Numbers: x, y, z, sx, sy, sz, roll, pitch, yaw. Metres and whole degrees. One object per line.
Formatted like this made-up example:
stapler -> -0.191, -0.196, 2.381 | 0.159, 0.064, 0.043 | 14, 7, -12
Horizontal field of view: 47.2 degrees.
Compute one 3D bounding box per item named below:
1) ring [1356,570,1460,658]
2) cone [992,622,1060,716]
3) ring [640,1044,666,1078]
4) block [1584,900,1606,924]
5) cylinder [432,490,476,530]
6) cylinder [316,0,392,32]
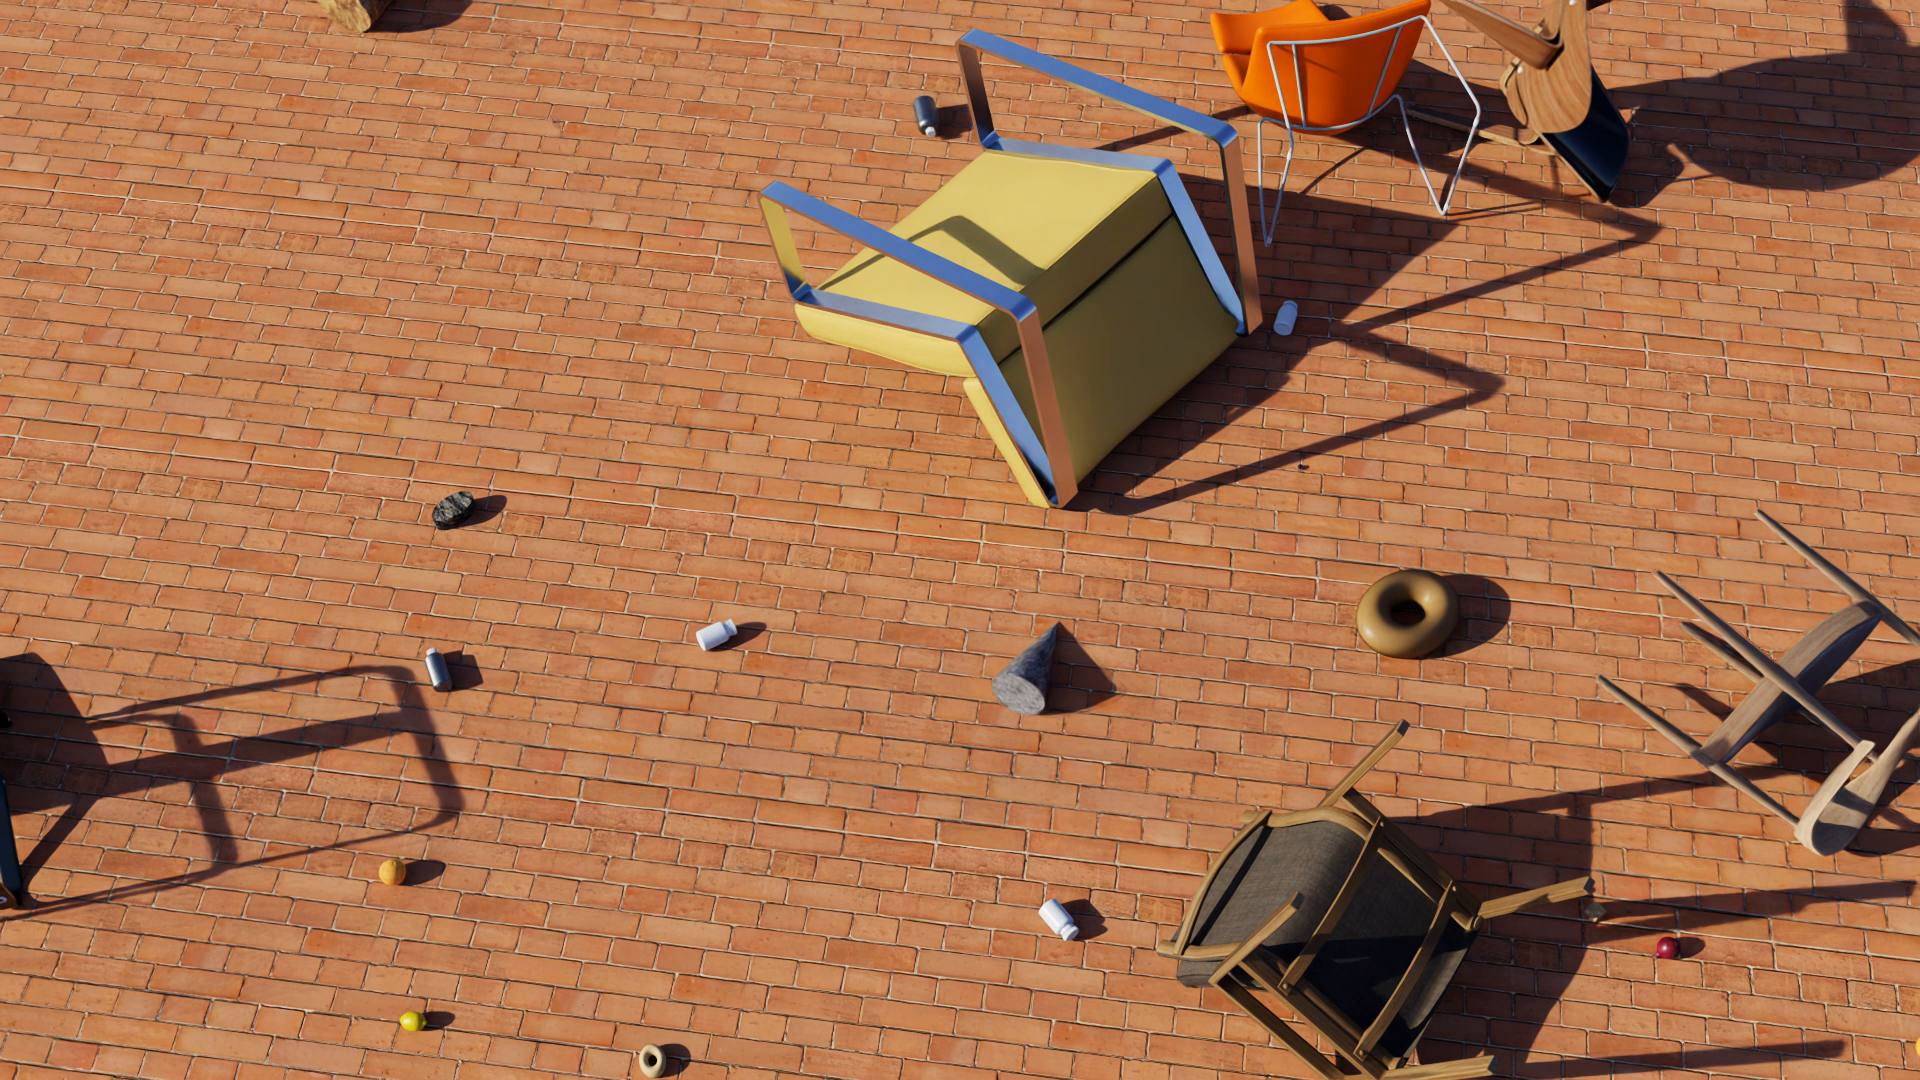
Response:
ring -> 1.297, 0.213, 6.363 | 0.320, 0.115, 0.264 | -27, 61, -16
cone -> 0.228, 0.335, 6.306 | 0.161, 0.146, 0.326 | 31, 47, 1
ring -> -0.790, 1.339, 5.652 | 0.069, 0.039, 0.090 | -13, 58, -6
block -> 1.701, 0.996, 5.886 | 0.035, 0.033, 0.040 | -28, 60, -17
cylinder -> -1.519, -0.088, 6.602 | 0.139, 0.052, 0.076 | -37, 64, -22
cylinder -> -2.110, -1.956, 7.768 | 0.224, 0.197, 0.249 | 25, 59, 7
